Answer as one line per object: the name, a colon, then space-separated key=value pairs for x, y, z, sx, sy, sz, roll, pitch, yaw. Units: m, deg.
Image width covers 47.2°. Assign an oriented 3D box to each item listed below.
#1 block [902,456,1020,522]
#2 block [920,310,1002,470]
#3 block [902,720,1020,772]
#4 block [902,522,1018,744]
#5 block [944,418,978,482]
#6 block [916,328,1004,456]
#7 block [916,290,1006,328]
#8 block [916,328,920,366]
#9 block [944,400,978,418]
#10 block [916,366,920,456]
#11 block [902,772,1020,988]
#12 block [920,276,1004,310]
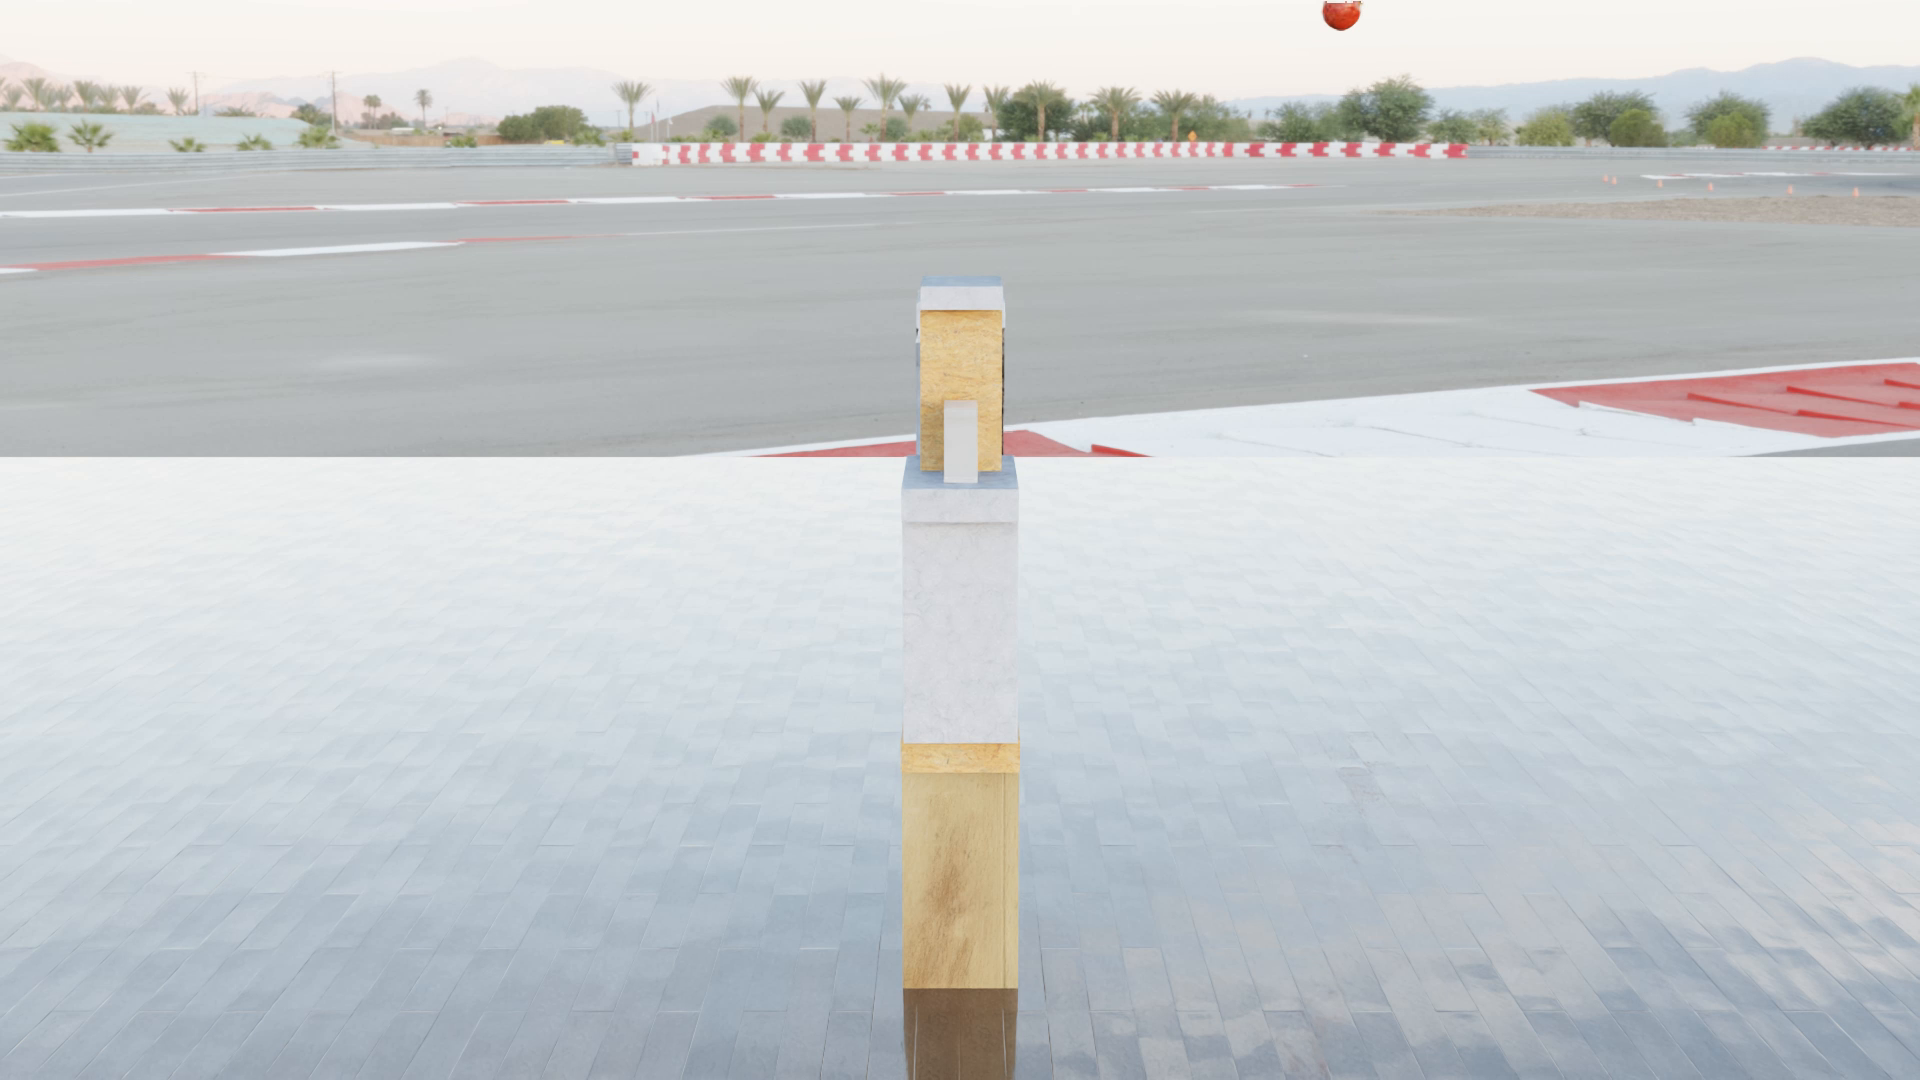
block: x=0.000 y=-0.077 z=3.208 sx=0.163 sy=0.046 sz=0.327 roll=0 pitch=11 yaw=0
block: x=0.002 y=-0.220 z=3.203 sx=0.118 sy=0.236 sz=0.033 roll=0 pitch=10 yaw=0
block: x=0.001 y=0.280 z=3.333 sx=0.171 sy=0.048 sz=0.342 roll=0 pitch=11 yaw=0
block: x=0.001 y=0.126 z=3.136 sx=0.163 sy=0.327 sz=0.046 roll=0 pitch=11 yaw=0
block: x=0.001 y=-0.128 z=3.096 sx=0.047 sy=0.094 sz=0.013 roll=0 pitch=11 yaw=0
block: x=0.000 y=-0.216 z=3.726 sx=0.147 sy=0.294 sz=0.042 roll=0 pitch=11 yaw=0
block: x=0.000 y=-0.399 z=3.790 sx=0.147 sy=0.042 sz=0.294 roll=0 pitch=11 yaw=-1
block: x=-0.003 y=-0.310 z=3.522 sx=0.129 sy=0.037 sz=0.258 roll=0 pitch=10 yaw=0
block: x=0.001 y=-0.186 z=3.116 sx=0.047 sy=0.013 sz=0.094 roll=0 pitch=11 yaw=0
block: x=-0.004 y=-0.113 z=3.471 sx=0.129 sy=0.332 sz=0.037 roll=0 pitch=11 yaw=0
block: x=0.001 y=0.493 z=3.256 sx=0.171 sy=0.342 sz=0.048 roll=0 pitch=11 yaw=0
block: x=0.002 y=-0.367 z=3.256 sx=0.118 sy=0.033 sz=0.236 roll=0 pitch=11 yaw=0
